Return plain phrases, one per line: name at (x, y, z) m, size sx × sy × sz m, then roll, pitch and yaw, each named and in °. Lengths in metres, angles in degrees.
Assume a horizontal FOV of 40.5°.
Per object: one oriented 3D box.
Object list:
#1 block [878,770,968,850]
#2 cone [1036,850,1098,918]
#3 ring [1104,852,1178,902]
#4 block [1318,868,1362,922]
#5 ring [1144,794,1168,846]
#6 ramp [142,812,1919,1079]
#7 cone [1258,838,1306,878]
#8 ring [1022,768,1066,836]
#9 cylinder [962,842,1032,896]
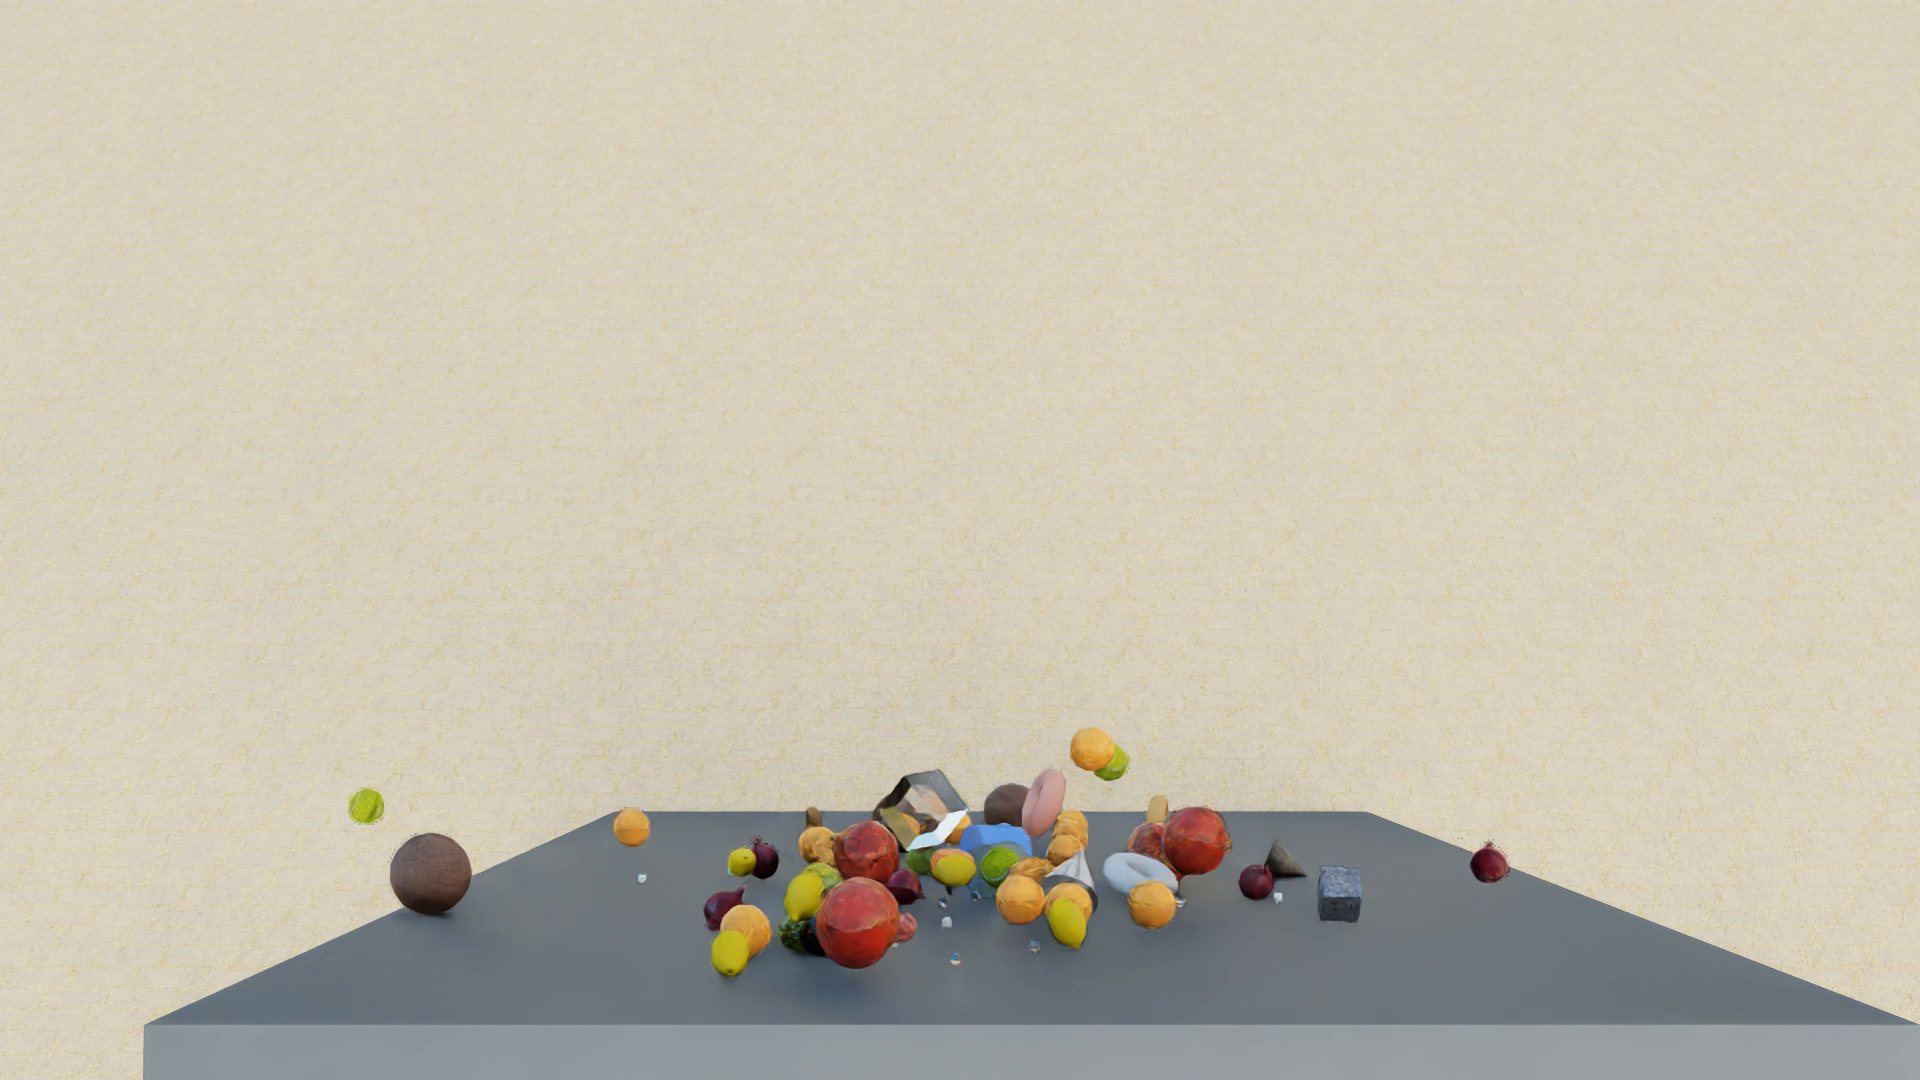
block at (-0.063, 0.460, 4.440) m, size 0.091 × 0.091 × 0.091 m, roll -4°, pitch 49°, yaw -48°
cone at (0.175, 0.509, 3.985) m, size 0.097 × 0.097 × 0.097 m, roll 9°, pitch 44°, yaw 12°
ring at (0.306, 0.572, 4.414) m, size 0.132 × 0.044 × 0.132 m, roll 16°, pitch 14°, yaw -4°
block at (0.588, 0.549, 4.029) m, size 0.059 × 0.059 × 0.059 m, roll 2°, pitch 41°, yaw 0°
ring at (0.395, 0.566, 5.248) m, size 0.036 × 0.108 × 0.108 m, roll 9°, pitch 38°, yaw 11°
ramp at (0.081, 0.684, 4.924) m, size 2.000 × 0.100 × 4.000 m, roll 0°, pitch -3°, yaw 0°
cone at (0.612, 0.610, 4.851) m, size 0.082 × 0.082 × 0.082 m, roll 25°, pitch 42°, yaw 11°
ring at (0.129, 0.407, 4.034) m, size 0.037 × 0.112 × 0.112 m, roll 22°, pitch 36°, yaw -11°
cylinder at (0.064, 0.571, 4.519) m, size 0.090 × 0.090 × 0.090 m, roll 24°, pitch 9°, yaw 28°
